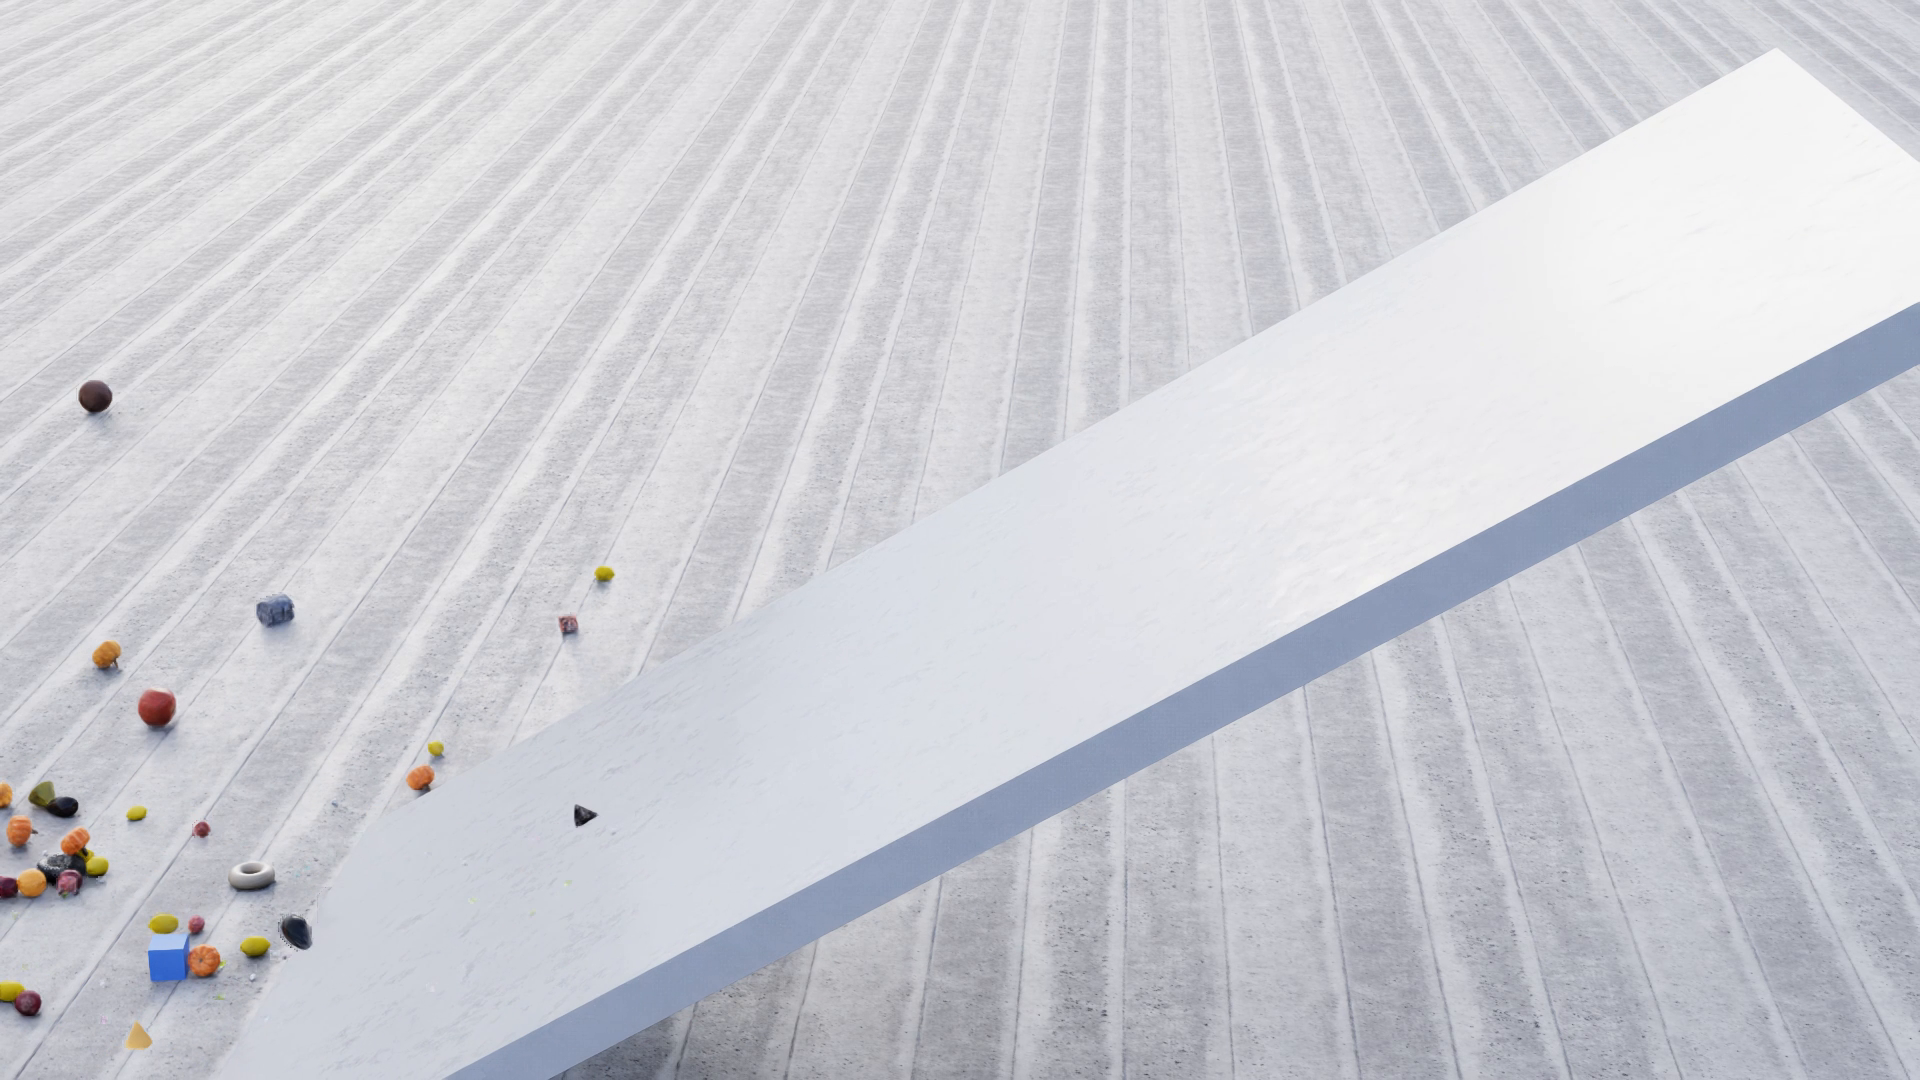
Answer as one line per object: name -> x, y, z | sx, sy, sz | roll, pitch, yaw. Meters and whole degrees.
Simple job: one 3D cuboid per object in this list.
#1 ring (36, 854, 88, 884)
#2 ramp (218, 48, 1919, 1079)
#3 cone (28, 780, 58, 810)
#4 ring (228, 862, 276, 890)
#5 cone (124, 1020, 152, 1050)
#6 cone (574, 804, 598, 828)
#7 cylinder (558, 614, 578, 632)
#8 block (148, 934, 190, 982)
ring -> -2.306, 0.843, 7.550 | 0.131, 0.044, 0.131 | 3, 18, -1
ramp -> 0.142, 0.168, 6.287 | 4.000, 0.100, 2.000 | -29, 15, 12
cone -> -2.462, 0.708, 7.955 | 0.080, 0.080, 0.080 | 41, 37, 22
ring -> -1.810, 0.858, 7.515 | 0.120, 0.040, 0.120 | 0, 18, 0
cone -> -1.878, 1.121, 6.711 | 0.063, 0.063, 0.063 | 0, 19, 0
cone -> -0.830, 0.615, 6.567 | 0.053, 0.053, 0.053 | -5, 18, 6
cylinder -> -1.230, 0.263, 9.229 | 0.052, 0.052, 0.052 | 7, 14, -28
block -> -1.892, 0.999, 7.039 | 0.082, 0.082, 0.082 | -2, 19, -5
